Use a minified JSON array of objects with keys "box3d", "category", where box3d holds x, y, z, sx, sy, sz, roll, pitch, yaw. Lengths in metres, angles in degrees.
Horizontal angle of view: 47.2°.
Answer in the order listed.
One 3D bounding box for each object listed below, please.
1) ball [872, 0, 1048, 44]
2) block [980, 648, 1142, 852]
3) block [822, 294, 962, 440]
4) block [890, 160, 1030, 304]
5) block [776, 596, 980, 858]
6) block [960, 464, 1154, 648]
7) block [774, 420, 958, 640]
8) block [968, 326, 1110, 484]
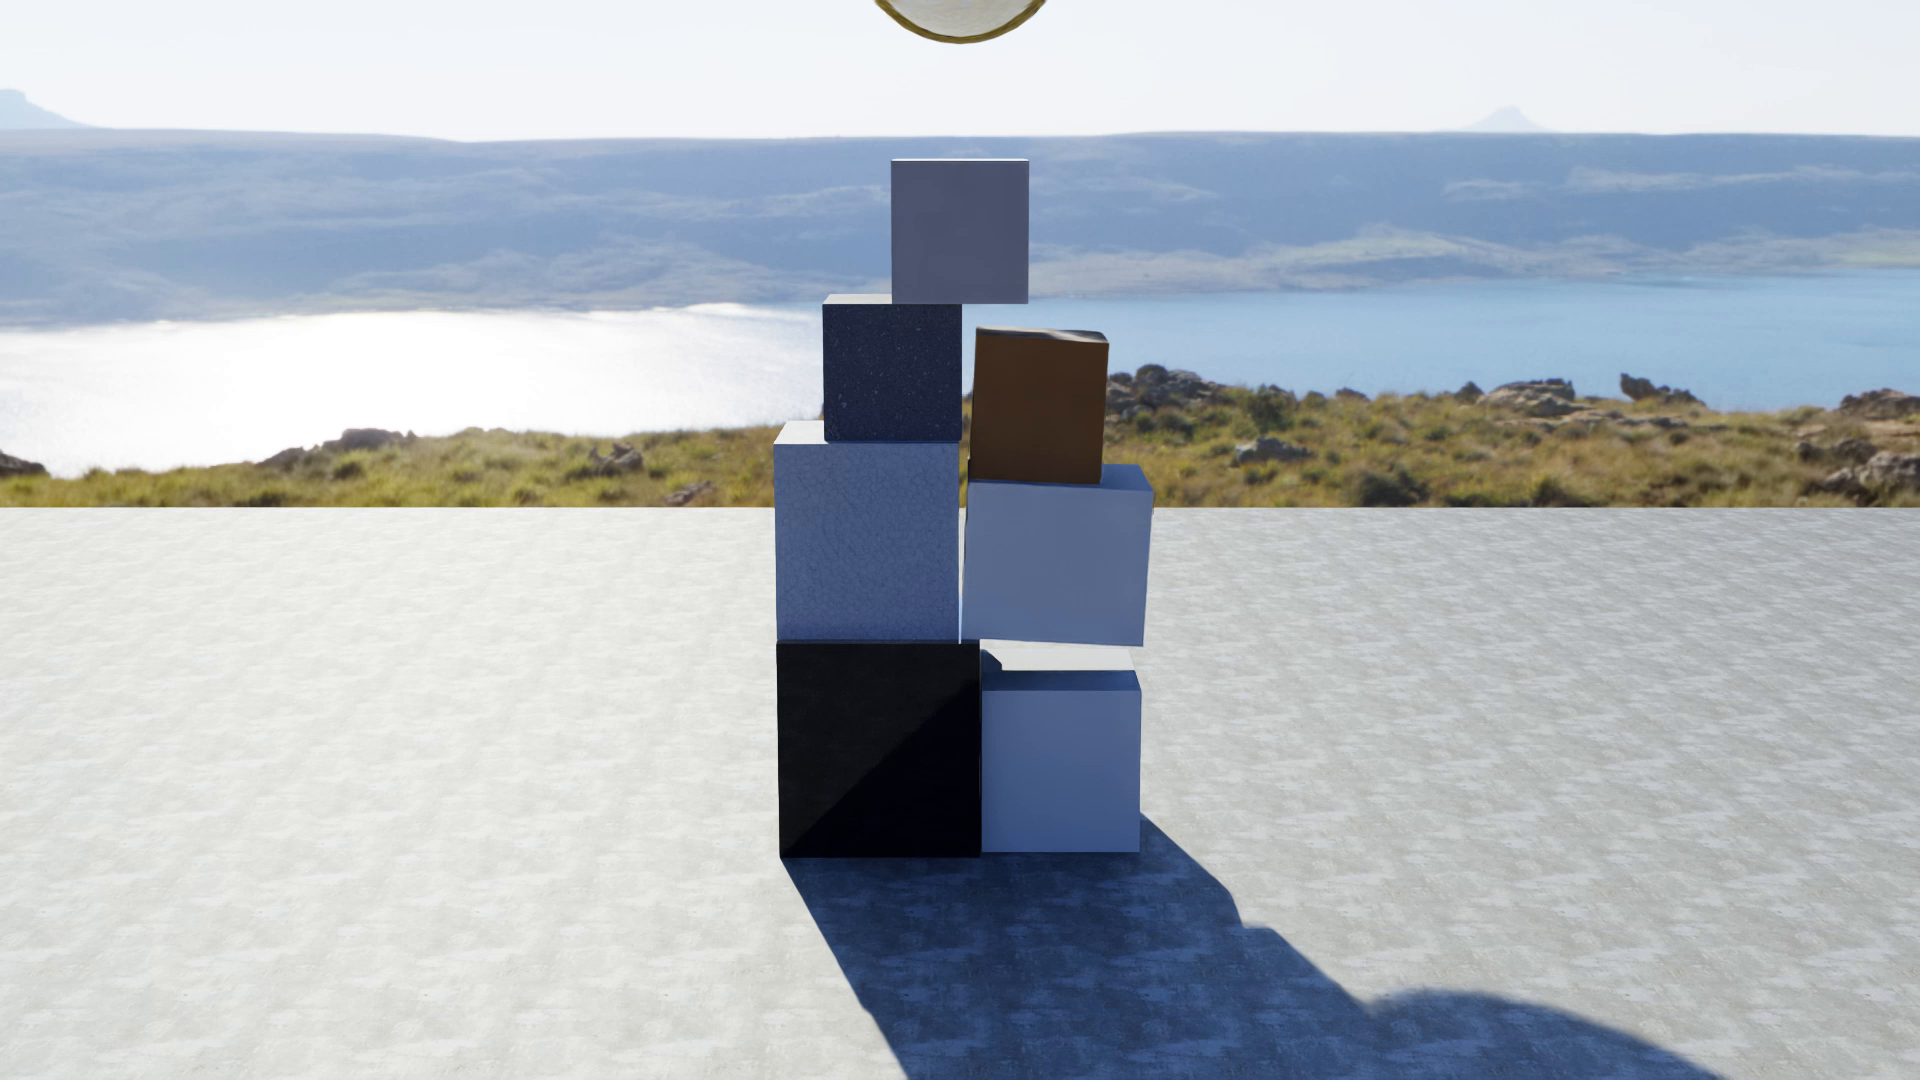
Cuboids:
[{"box3d":[0.000,-4.339,15.631,1.600,1.600,1.600,0,10,0],"category":"ball"},{"box3d":[0.502,1.070,11.363,0.789,0.829,0.908,0,10,0],"category":"block"},{"box3d":[-0.327,-0.875,11.020,0.676,0.667,0.688,0,10,0],"category":"block"},{"box3d":[0.000,-1.537,10.891,0.659,0.683,0.742,0,10,0],"category":"block"},{"box3d":[-0.399,0.938,11.368,0.994,1.087,1.138,0,10,0],"category":"block"},{"box3d":[0.472,0.044,11.178,0.897,0.777,0.888,3,10,-1],"category":"block"},{"box3d":[-0.454,-0.069,11.157,0.895,0.969,0.894,0,10,0],"category":"block"},{"box3d":[0.385,-0.687,11.038,0.644,0.700,0.635,3,10,-1],"category":"block"}]
